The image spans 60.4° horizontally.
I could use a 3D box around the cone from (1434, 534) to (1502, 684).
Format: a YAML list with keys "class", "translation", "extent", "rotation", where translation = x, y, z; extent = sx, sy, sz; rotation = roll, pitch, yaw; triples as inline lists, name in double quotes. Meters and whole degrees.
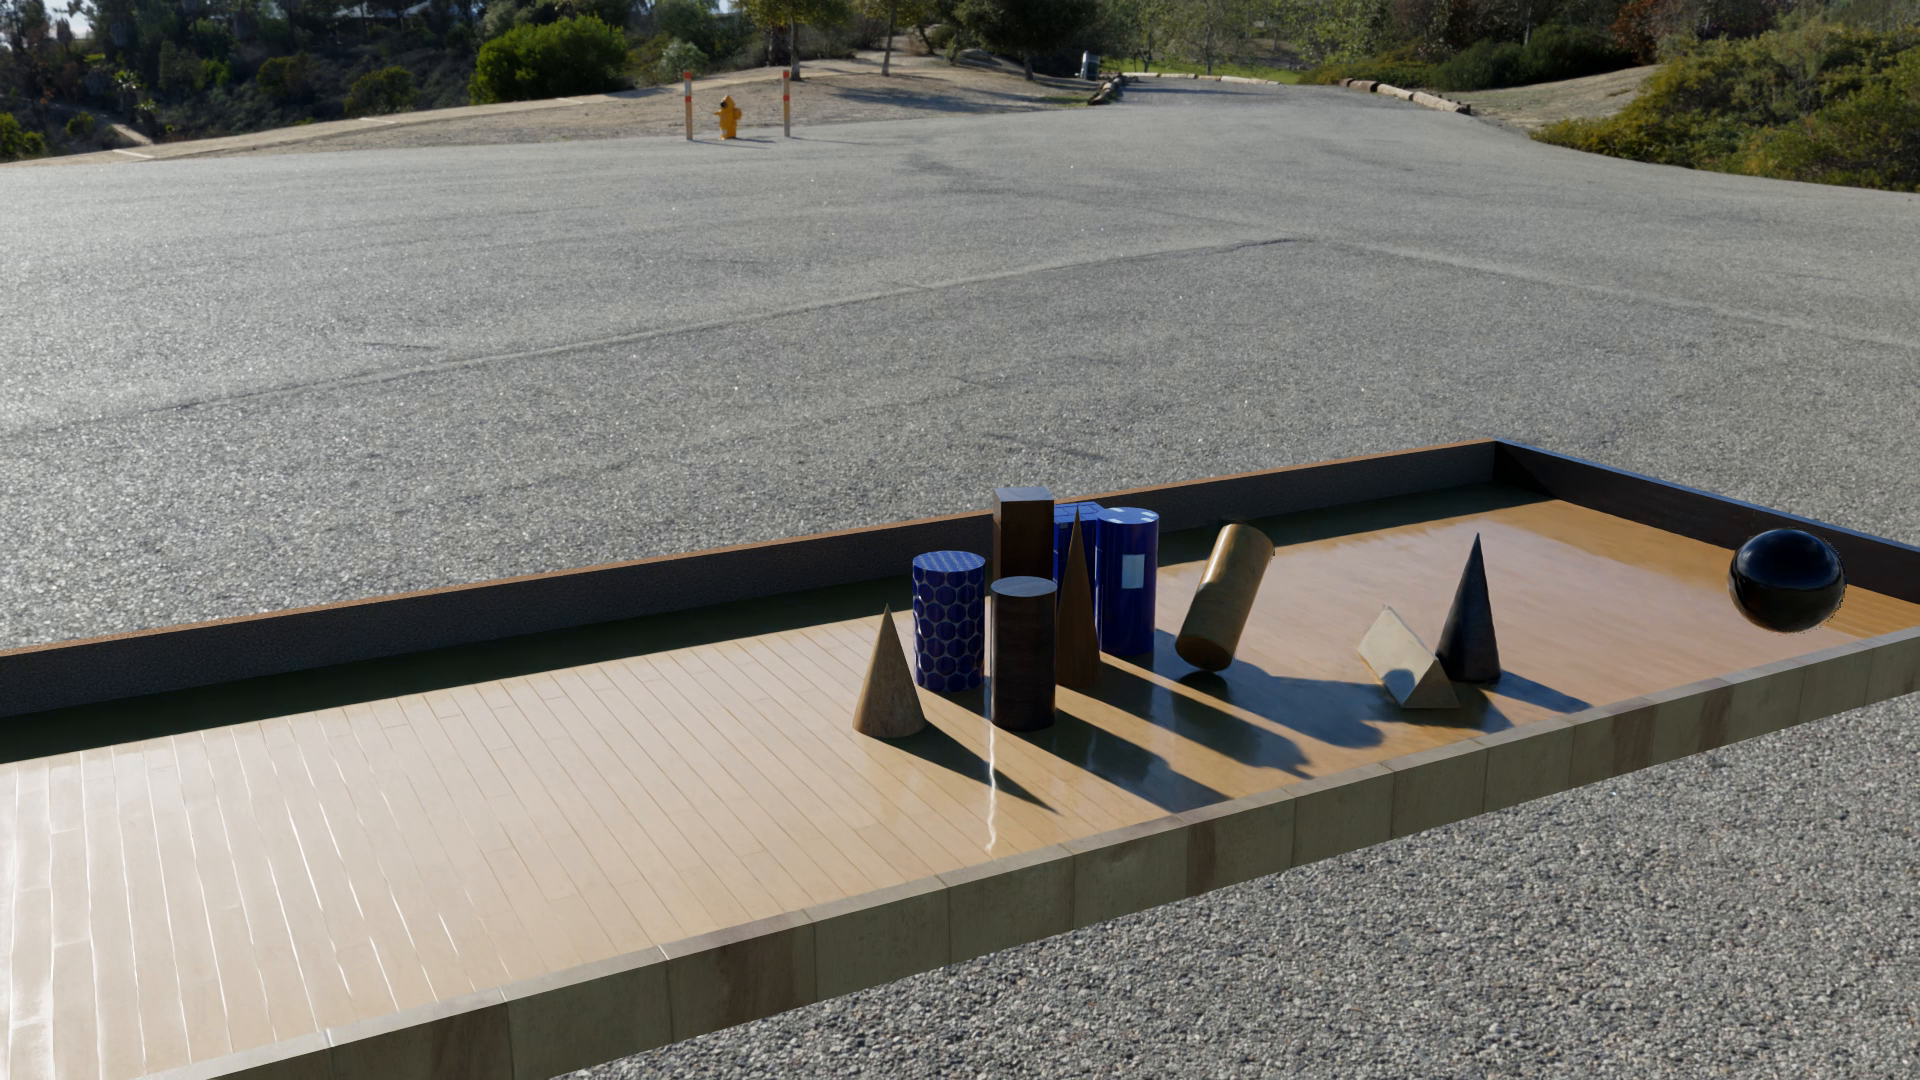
- class: "cone"
  translation: [1.293, 0.155, 4.165]
  extent: [0.179, 0.373, 0.179]
  rotation: [0, 16, 0]

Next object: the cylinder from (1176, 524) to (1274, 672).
- class: "cylinder"
  translation: [0.684, 0.147, 4.260]
  extent: [0.147, 0.147, 0.369]
  rotation: [9, 54, 27]

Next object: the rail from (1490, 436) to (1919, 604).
- class: "rail"
  translation: [2.466, -0.048, 5.253]
  extent: [0.050, 0.150, 2.100]
  rotation: [-9, 18, -27]

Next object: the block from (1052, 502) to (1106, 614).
- class: "block"
  translation: [0.321, 0.068, 4.585]
  extent: [0.176, 0.303, 0.176]
  rotation: [-5, 17, -18]

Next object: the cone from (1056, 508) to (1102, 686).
- class: "cone"
  translation: [0.289, 0.129, 4.115]
  extent: [0.147, 0.451, 0.147]
  rotation: [0, 16, 0]

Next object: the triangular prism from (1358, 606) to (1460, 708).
- class: "triangular prism"
  translation: [1.127, 0.287, 4.140]
  extent: [0.142, 0.123, 0.401]
  rotation: [1, 16, -3]

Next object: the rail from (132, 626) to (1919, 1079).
- class: "rail"
  translation: [-2.336, 1.006, 1.665]
  extent: [12.000, 0.150, 0.050]
  rotation: [-9, 18, -27]

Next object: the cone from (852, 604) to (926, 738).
- class: "cone"
  translation: [-0.167, 0.287, 3.844]
  extent: [0.176, 0.300, 0.176]
  rotation: [0, 16, 0]

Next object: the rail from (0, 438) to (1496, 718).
- class: "rail"
  translation: [-3.305, 0.497, 3.399]
  extent: [12.000, 0.150, 0.050]
  rotation: [-9, 18, -27]

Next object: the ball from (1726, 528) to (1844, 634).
- class: "ball"
  translation: [1.844, 0.092, 3.686]
  extent: [0.235, 0.235, 0.235]
  rotation: [0, 16, 0]

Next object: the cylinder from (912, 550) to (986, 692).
- class: "cylinder"
  translation: [-0.028, 0.201, 4.119]
  extent: [0.180, 0.311, 0.180]
  rotation: [0, 16, 0]

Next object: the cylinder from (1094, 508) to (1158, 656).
- class: "cylinder"
  translation: [0.437, 0.108, 4.350]
  extent: [0.162, 0.359, 0.162]
  rotation: [0, 16, 0]

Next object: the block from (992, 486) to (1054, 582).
- class: "block"
  translation: [0.164, 0.082, 4.333]
  extent: [0.138, 0.420, 0.138]
  rotation: [-2, 16, -7]

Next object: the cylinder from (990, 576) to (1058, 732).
- class: "cylinder"
  translation: [0.148, 0.266, 3.863]
  extent: [0.155, 0.331, 0.155]
  rotation: [0, 16, 0]
